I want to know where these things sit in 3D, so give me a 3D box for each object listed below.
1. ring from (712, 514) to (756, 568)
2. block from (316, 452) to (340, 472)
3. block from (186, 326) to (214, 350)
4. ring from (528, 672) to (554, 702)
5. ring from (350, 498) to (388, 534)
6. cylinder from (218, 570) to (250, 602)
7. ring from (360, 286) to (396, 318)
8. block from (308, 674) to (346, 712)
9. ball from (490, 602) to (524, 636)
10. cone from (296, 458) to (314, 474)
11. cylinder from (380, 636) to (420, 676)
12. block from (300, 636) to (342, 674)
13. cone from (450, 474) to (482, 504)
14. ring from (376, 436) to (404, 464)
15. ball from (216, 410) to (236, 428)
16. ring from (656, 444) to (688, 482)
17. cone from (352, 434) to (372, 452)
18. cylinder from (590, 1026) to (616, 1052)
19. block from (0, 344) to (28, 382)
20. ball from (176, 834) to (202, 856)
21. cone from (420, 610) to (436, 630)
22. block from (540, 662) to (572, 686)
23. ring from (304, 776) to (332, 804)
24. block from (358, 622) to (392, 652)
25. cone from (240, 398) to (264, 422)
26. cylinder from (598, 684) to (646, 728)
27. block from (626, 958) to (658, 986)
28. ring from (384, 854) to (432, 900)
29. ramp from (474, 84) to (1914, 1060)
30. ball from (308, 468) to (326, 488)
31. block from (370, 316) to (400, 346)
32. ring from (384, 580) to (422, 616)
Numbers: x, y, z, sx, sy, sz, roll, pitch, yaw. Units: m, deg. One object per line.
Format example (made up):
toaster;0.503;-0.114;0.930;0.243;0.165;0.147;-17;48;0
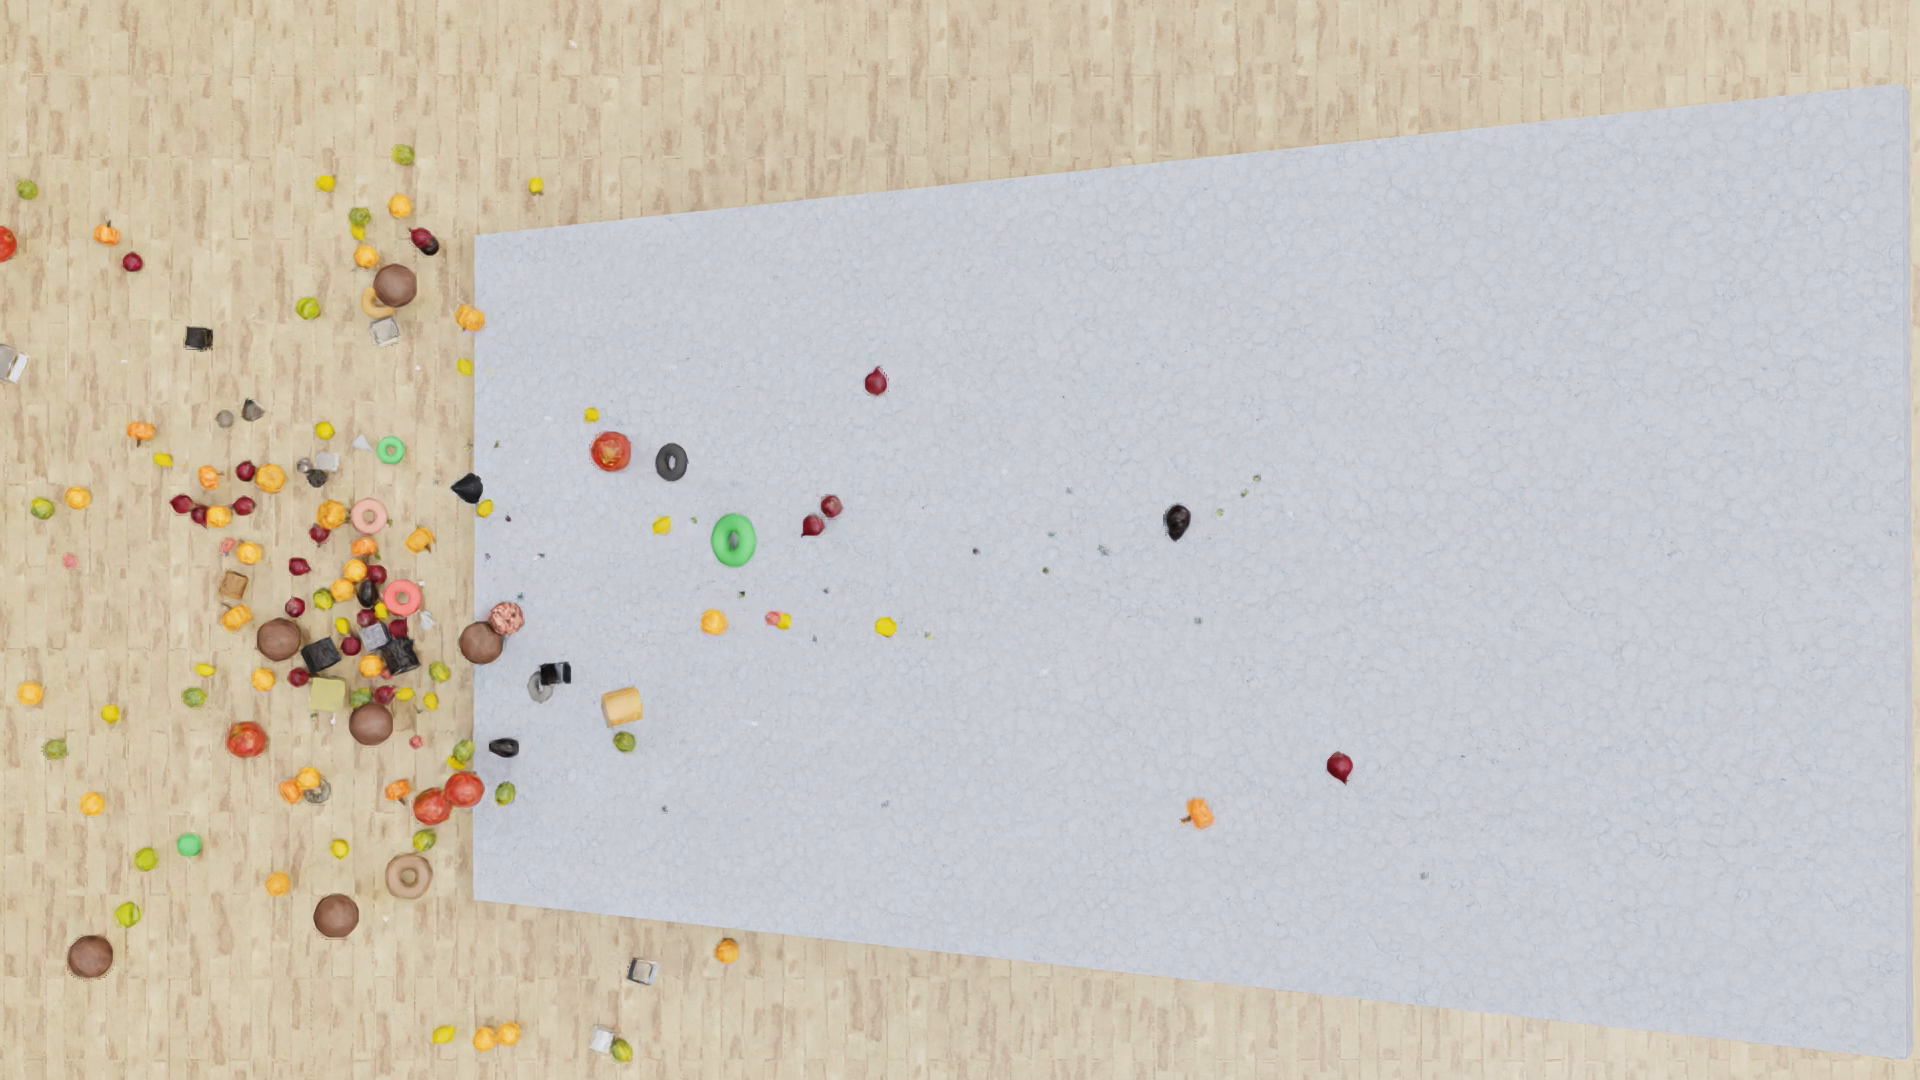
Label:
ring;-0.624;0.001;6.068;0.149;0.050;0.149;1;92;36
block;-1.922;-0.239;6.680;0.052;0.052;0.052;8;89;0
block;-2.311;-0.613;6.680;0.059;0.059;0.059;6;89;0
ring;-1.231;0.431;6.453;0.093;0.031;0.093;-1;89;33
ring;-1.797;-0.072;6.686;0.112;0.037;0.112;0;91;0
cylinder;-2.203;0.137;6.667;0.070;0.070;0.070;29;103;0
ring;-1.763;-0.721;6.670;0.108;0.036;0.108;6;72;-18
block;-1.911;0.462;6.639;0.096;0.096;0.096;8;91;-17
ball;-1.336;0.231;6.481;0.098;0.098;0.098;0;89;0
cone;-1.998;-0.226;6.680;0.052;0.052;0.052;0;89;0
cylinder;-1.694;0.352;6.651;0.091;0.091;0.091;-23;85;0
block;-1.932;0.348;6.646;0.079;0.079;0.079;-25;89;-34
cone;-1.496;-0.155;6.588;0.092;0.092;0.092;0;89;32
ring;-1.732;-0.274;6.692;0.087;0.029;0.087;0;90;1
ball;-2.230;-0.367;6.678;0.058;0.058;0.058;0;89;0
ring;-0.812;-0.218;6.195;0.108;0.036;0.108;-1;87;32
cone;-1.802;-0.284;6.660;0.056;0.056;0.056;35;90;-1
cylinder;-1.084;1.511;6.658;0.063;0.063;0.063;18;89;0
block;-2.901;-0.540;6.663;0.091;0.091;0.091;25;90;0
ball;-2.334;0.923;6.660;0.072;0.072;0.072;0;89;0
cone;-1.621;0.236;6.666;0.054;0.054;0.054;-13;113;0
block;-1.177;0.390;6.402;0.061;0.061;0.061;-9;85;32
ring;-1.953;0.760;6.682;0.087;0.029;0.087;0;89;3
block;-1.769;0.293;6.668;0.067;0.067;0.067;-22;90;0
cone;-2.142;-0.408;6.630;0.072;0.072;0.072;1;54;-1
cylinder;-0.935;0.461;6.079;0.095;0.095;0.095;-20;89;-28
block;-0.956;1.301;6.635;0.064;0.064;0.064;16;87;15
ring;-1.673;1.021;6.668;0.144;0.048;0.144;0;88;-4
ramp;0.262;0.072;5.604;4.000;0.100;2.000;0;89;32
ball;-1.952;-0.188;6.677;0.056;0.056;0.056;0;89;0
block;-1.733;-0.629;6.625;0.065;0.065;0.065;-24;90;-23
ring;-1.694;0.176;6.677;0.114;0.038;0.114;-1;98;-4
